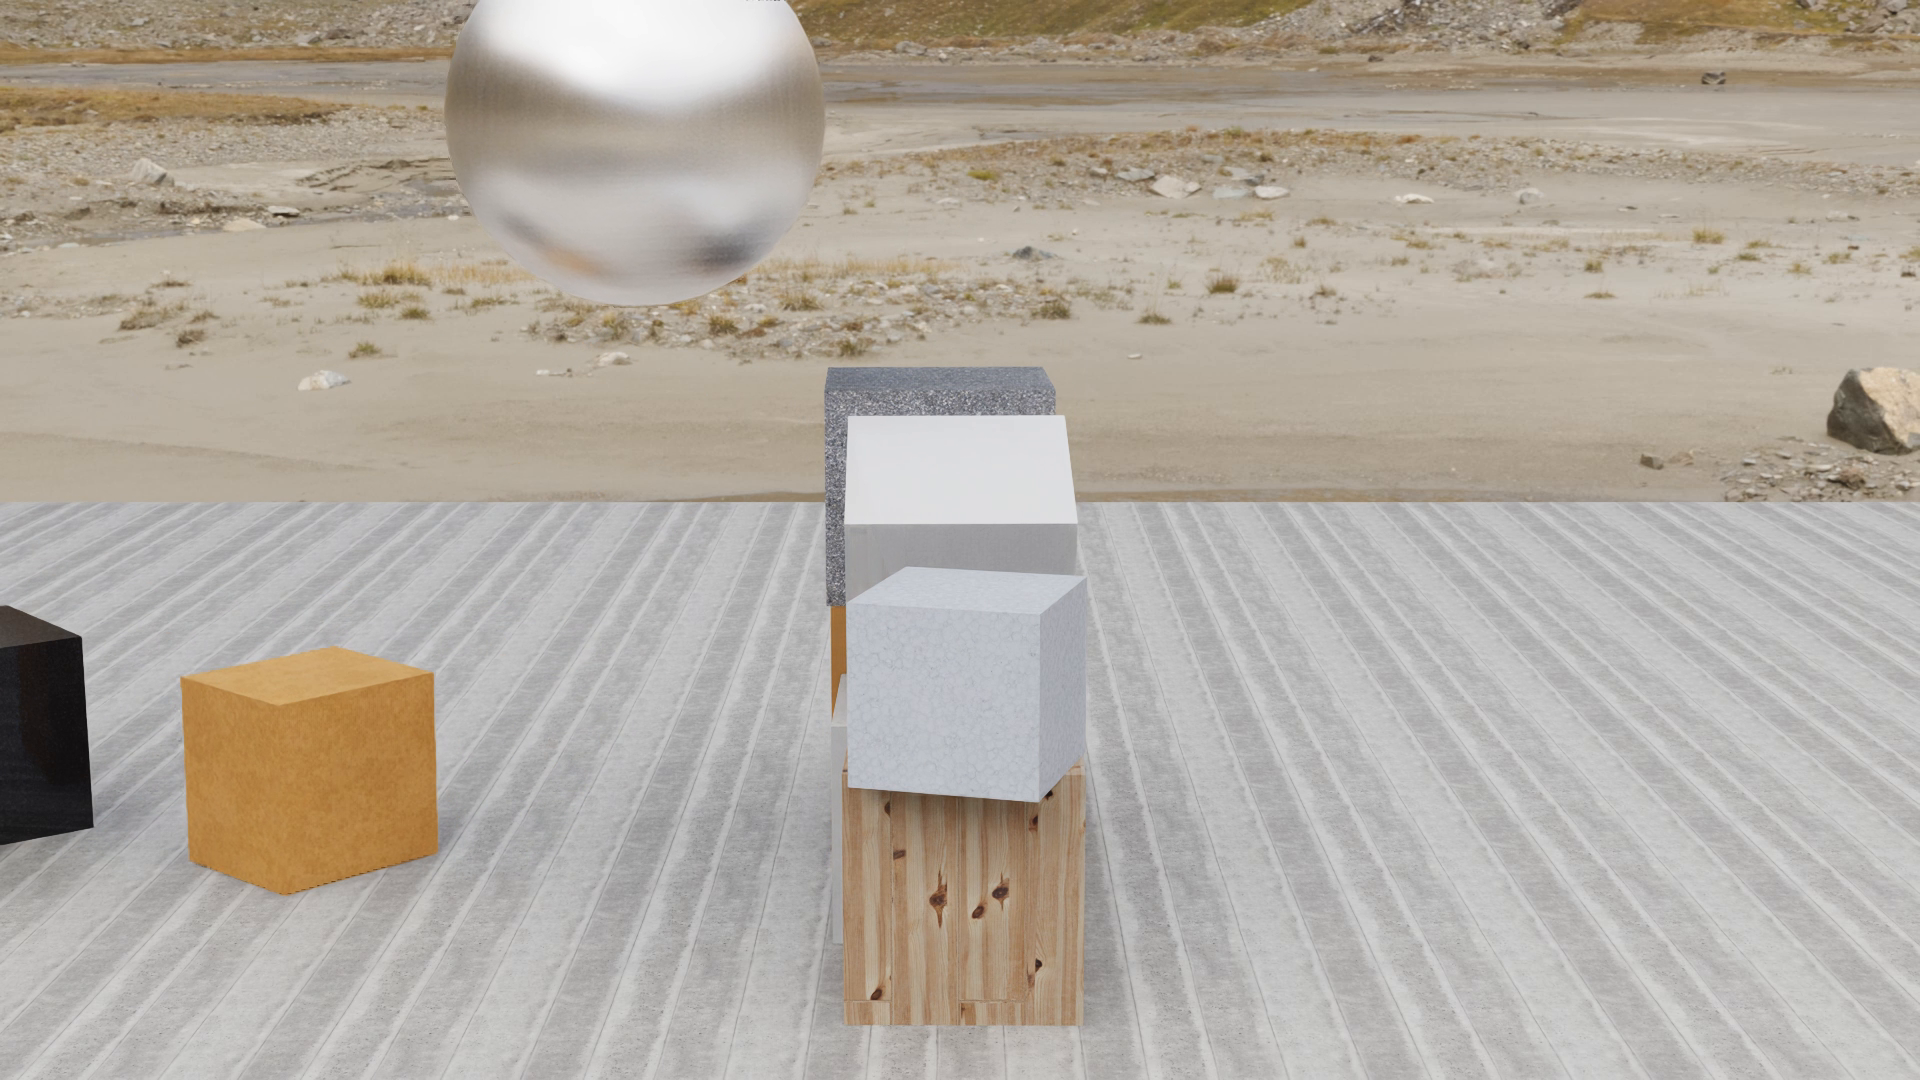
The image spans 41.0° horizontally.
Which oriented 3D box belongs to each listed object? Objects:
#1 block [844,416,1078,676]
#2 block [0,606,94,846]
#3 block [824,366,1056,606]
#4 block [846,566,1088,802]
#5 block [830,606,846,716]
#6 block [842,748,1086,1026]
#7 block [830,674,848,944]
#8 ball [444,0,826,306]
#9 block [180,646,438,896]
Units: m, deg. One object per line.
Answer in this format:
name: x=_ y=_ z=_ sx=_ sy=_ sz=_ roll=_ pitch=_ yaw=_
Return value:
block: x=-0.008 y=0.104 z=10.604 sx=0.909 sy=0.917 sz=0.914 roll=0 pitch=30 yaw=-1
block: x=-4.763 y=0.896 z=12.059 sx=0.980 sy=0.923 sz=0.939 roll=-9 pitch=13 yaw=-39
block: x=-0.100 y=-0.260 z=11.604 sx=0.999 sy=0.948 sz=0.906 roll=0 pitch=10 yaw=-2
block: x=0.036 y=0.514 z=9.432 sx=0.711 sy=0.679 sz=0.714 roll=3 pitch=11 yaw=16
block: x=-0.016 y=0.793 z=11.835 sx=1.104 sy=1.206 sz=1.086 roll=0 pitch=10 yaw=0
block: x=0.017 y=1.258 z=9.944 sx=0.895 sy=0.968 sz=0.899 roll=0 pitch=10 yaw=0
block: x=-0.015 y=1.118 z=10.862 sx=1.010 sy=0.914 sz=0.924 roll=0 pitch=10 yaw=0
ball: x=-1.368 y=-1.791 z=10.855 sx=1.600 sy=1.600 sz=1.600 roll=0 pitch=10 yaw=0
block: x=-2.921 y=1.019 z=11.550 sx=0.738 sy=0.851 sz=0.821 roll=10 pitch=14 yaw=40
